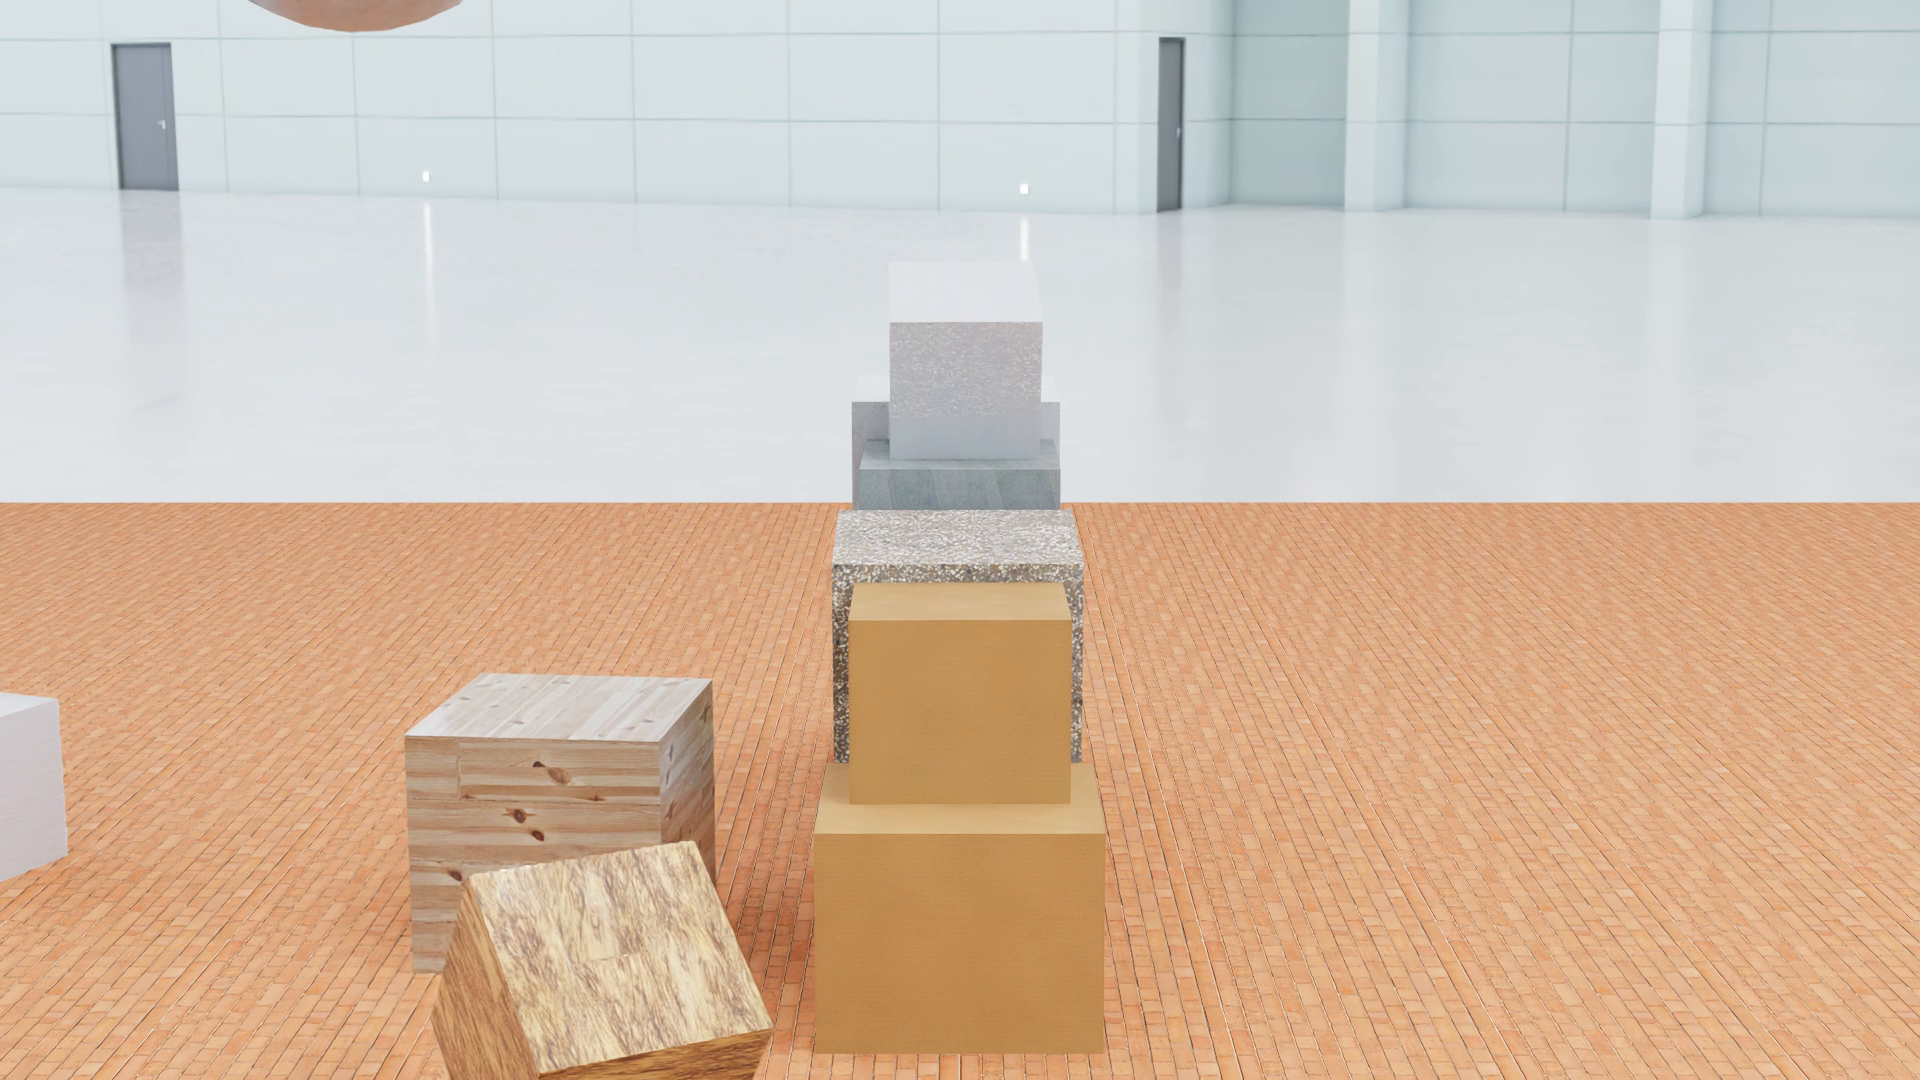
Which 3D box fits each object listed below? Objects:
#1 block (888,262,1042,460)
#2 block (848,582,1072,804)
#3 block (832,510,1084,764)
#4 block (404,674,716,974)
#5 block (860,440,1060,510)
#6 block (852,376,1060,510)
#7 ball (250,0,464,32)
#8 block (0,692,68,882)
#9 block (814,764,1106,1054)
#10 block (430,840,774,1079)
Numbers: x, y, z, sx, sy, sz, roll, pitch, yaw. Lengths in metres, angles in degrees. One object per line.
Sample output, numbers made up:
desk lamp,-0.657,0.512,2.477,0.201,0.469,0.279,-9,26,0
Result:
block,0.012,-0.812,11.486,0.659,0.648,0.744,0,27,-2
block,-0.002,0.574,9.817,0.820,0.698,0.709,0,10,0
block,-0.015,0.393,10.634,0.994,0.845,0.903,0,14,-1
block,-1.605,1.151,10.518,1.008,0.972,1.053,1,10,6
block,0.000,0.119,11.549,0.865,1.024,0.918,0,10,0
block,-0.018,-0.226,12.436,0.966,1.029,0.941,0,11,0
ball,-2.533,-2.920,10.649,1.600,1.600,1.600,0,10,0
block,-4.521,1.113,11.401,0.691,0.732,0.747,4,11,22
block,-0.001,1.371,9.704,1.044,0.830,0.952,0,10,0
block,-1.158,1.536,8.162,0.757,0.768,0.740,-6,48,-29
